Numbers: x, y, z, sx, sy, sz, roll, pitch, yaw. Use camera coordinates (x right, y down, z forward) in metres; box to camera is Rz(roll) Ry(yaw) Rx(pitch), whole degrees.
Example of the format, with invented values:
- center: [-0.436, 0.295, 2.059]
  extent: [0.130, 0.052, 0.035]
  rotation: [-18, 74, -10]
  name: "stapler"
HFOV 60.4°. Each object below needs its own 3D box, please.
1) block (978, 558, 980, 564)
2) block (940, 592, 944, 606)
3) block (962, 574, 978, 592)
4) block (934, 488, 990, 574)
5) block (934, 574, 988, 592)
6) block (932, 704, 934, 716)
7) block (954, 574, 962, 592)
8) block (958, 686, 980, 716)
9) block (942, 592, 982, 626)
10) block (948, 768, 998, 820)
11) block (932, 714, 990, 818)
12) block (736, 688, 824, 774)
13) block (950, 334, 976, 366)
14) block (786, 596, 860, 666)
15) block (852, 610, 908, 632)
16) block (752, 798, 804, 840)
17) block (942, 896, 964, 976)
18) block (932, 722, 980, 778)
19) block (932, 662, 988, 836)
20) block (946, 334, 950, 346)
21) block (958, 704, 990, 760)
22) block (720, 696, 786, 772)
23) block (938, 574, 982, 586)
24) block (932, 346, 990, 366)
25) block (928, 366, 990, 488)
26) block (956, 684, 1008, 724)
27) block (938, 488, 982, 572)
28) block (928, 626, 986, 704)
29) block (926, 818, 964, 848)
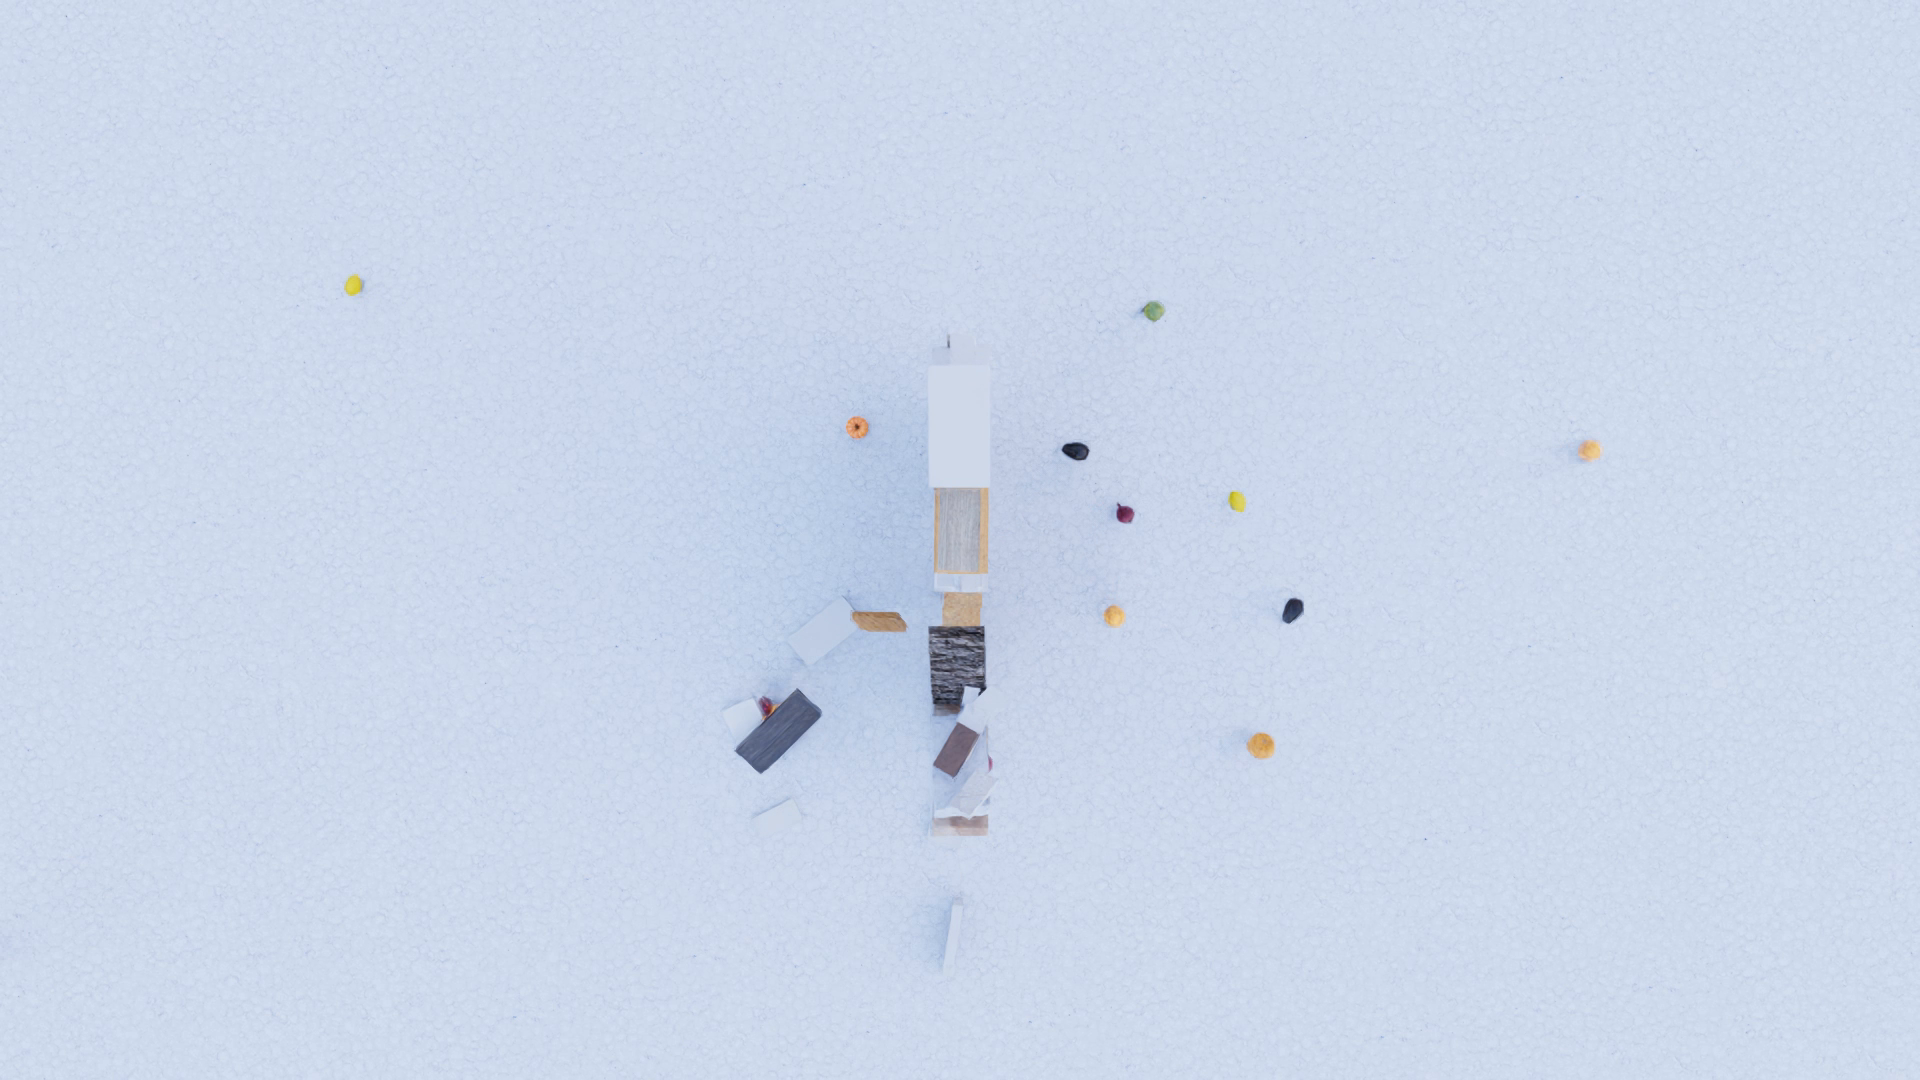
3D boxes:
- center: [-0.003, 0.046, 4.376]
  extent: [0.106, 0.211, 0.030]
  rotation: [1, 88, 0]
  name: "block"
- center: [-0.004, 0.189, 5.379]
  extent: [0.120, 0.239, 0.034]
  rotation: [0, 83, 0]
  name: "block"
- center: [0.027, 0.105, 4.799]
  extent: [0.048, 0.014, 0.096]
  rotation: [-1, 90, 0]
  name: "block"
- center: [0.004, -0.057, 4.503]
  extent: [0.148, 0.042, 0.295]
  rotation: [1, 90, 0]
  name: "block"
- center: [0.003, -0.008, 5.141]
  extent: [0.167, 0.047, 0.335]
  rotation: [0, 90, 0]
  name: "block"
- center: [-0.035, 0.584, 5.483]
  extent: [0.117, 0.033, 0.233]
  rotation: [0, 90, 0]
  name: "block"
- center: [0.005, 0.103, 4.813]
  extent: [0.048, 0.014, 0.096]
  rotation: [-6, 90, 0]
  name: "block"
- center: [0.028, 0.521, 5.236]
  extent: [0.048, 0.014, 0.111]
  rotation: [11, 95, -11]
  name: "block"
- center: [0.003, 0.266, 5.221]
  extent: [0.120, 0.034, 0.239]
  rotation: [5, 102, -1]
  name: "block"
- center: [0.042, 0.775, 5.037]
  extent: [0.077, 0.022, 0.155]
  rotation: [25, 54, 25]
  name: "block"
- center: [0.002, 0.705, 5.181]
  extent: [0.172, 0.049, 0.344]
  rotation: [-3, 50, 2]
  name: "block"
- center: [-0.593, 0.629, 5.410]
  extent: [0.118, 0.033, 0.291]
  rotation: [44, 100, -9]
  name: "block"
- center: [0.008, -0.471, 4.319]
  extent: [0.067, 0.019, 0.133]
  rotation: [-1, 91, 0]
  name: "block"
- center: [-0.446, 0.303, 5.483]
  extent: [0.236, 0.033, 0.118]
  rotation: [-38, 90, 0]
  name: "block"
- center: [-0.249, 0.253, 5.113]
  extent: [0.157, 0.079, 0.022]
  rotation: [0, 54, 28]
  name: "block"
- center: [-0.608, 0.928, 5.489]
  extent: [0.155, 0.022, 0.077]
  rotation: [-27, 90, 0]
  name: "block"
- center: [-0.024, 1.307, 5.442]
  extent: [0.033, 0.117, 0.233]
  rotation: [9, 90, 0]
  name: "block"
- center: [-0.011, 0.653, 5.135]
  extent: [0.077, 0.022, 0.155]
  rotation: [28, 82, 19]
  name: "block"
- center: [0.002, 0.656, 5.295]
  extent: [0.172, 0.049, 0.617]
  rotation: [0, 53, 1]
  name: "block"
- center: [-0.002, -0.538, 4.914]
  extent: [0.067, 1.172, 0.019]
  rotation: [0, 91, 0]
  name: "block"
- center: [0.025, 0.599, 5.168]
  extent: [0.079, 0.022, 0.158]
  rotation: [25, 85, 17]
  name: "block"
- center: [-0.683, 0.640, 5.450]
  extent: [0.118, 0.033, 0.236]
  rotation: [-23, 102, 8]
  name: "block"
- center: [-0.002, 0.007, 4.838]
  extent: [0.131, 0.037, 0.261]
  rotation: [0, 90, 0]
  name: "block"
- center: [0.001, -0.365, 4.483]
  extent: [0.157, 0.045, 0.315]
  rotation: [0, 90, 0]
  name: "block"
- center: [-0.002, -0.284, 4.135]
  extent: [0.152, 0.043, 0.304]
  rotation: [0, 90, 0]
  name: "block"
- center: [0.069, 0.541, 5.215]
  extent: [0.157, 0.022, 0.079]
  rotation: [-44, 90, -10]
  name: "block"
- center: [-0.002, -0.025, 4.255]
  extent: [0.106, 0.030, 0.212]
  rotation: [2, 90, 0]
  name: "block"
- center: [-0.006, 0.399, 5.207]
  extent: [0.172, 0.344, 0.049]
  rotation: [1, 48, 3]
  name: "block"
- center: [-0.029, 0.892, 5.483]
  extent: [0.117, 0.033, 0.236]
  rotation: [12, 90, 0]
  name: "block"
